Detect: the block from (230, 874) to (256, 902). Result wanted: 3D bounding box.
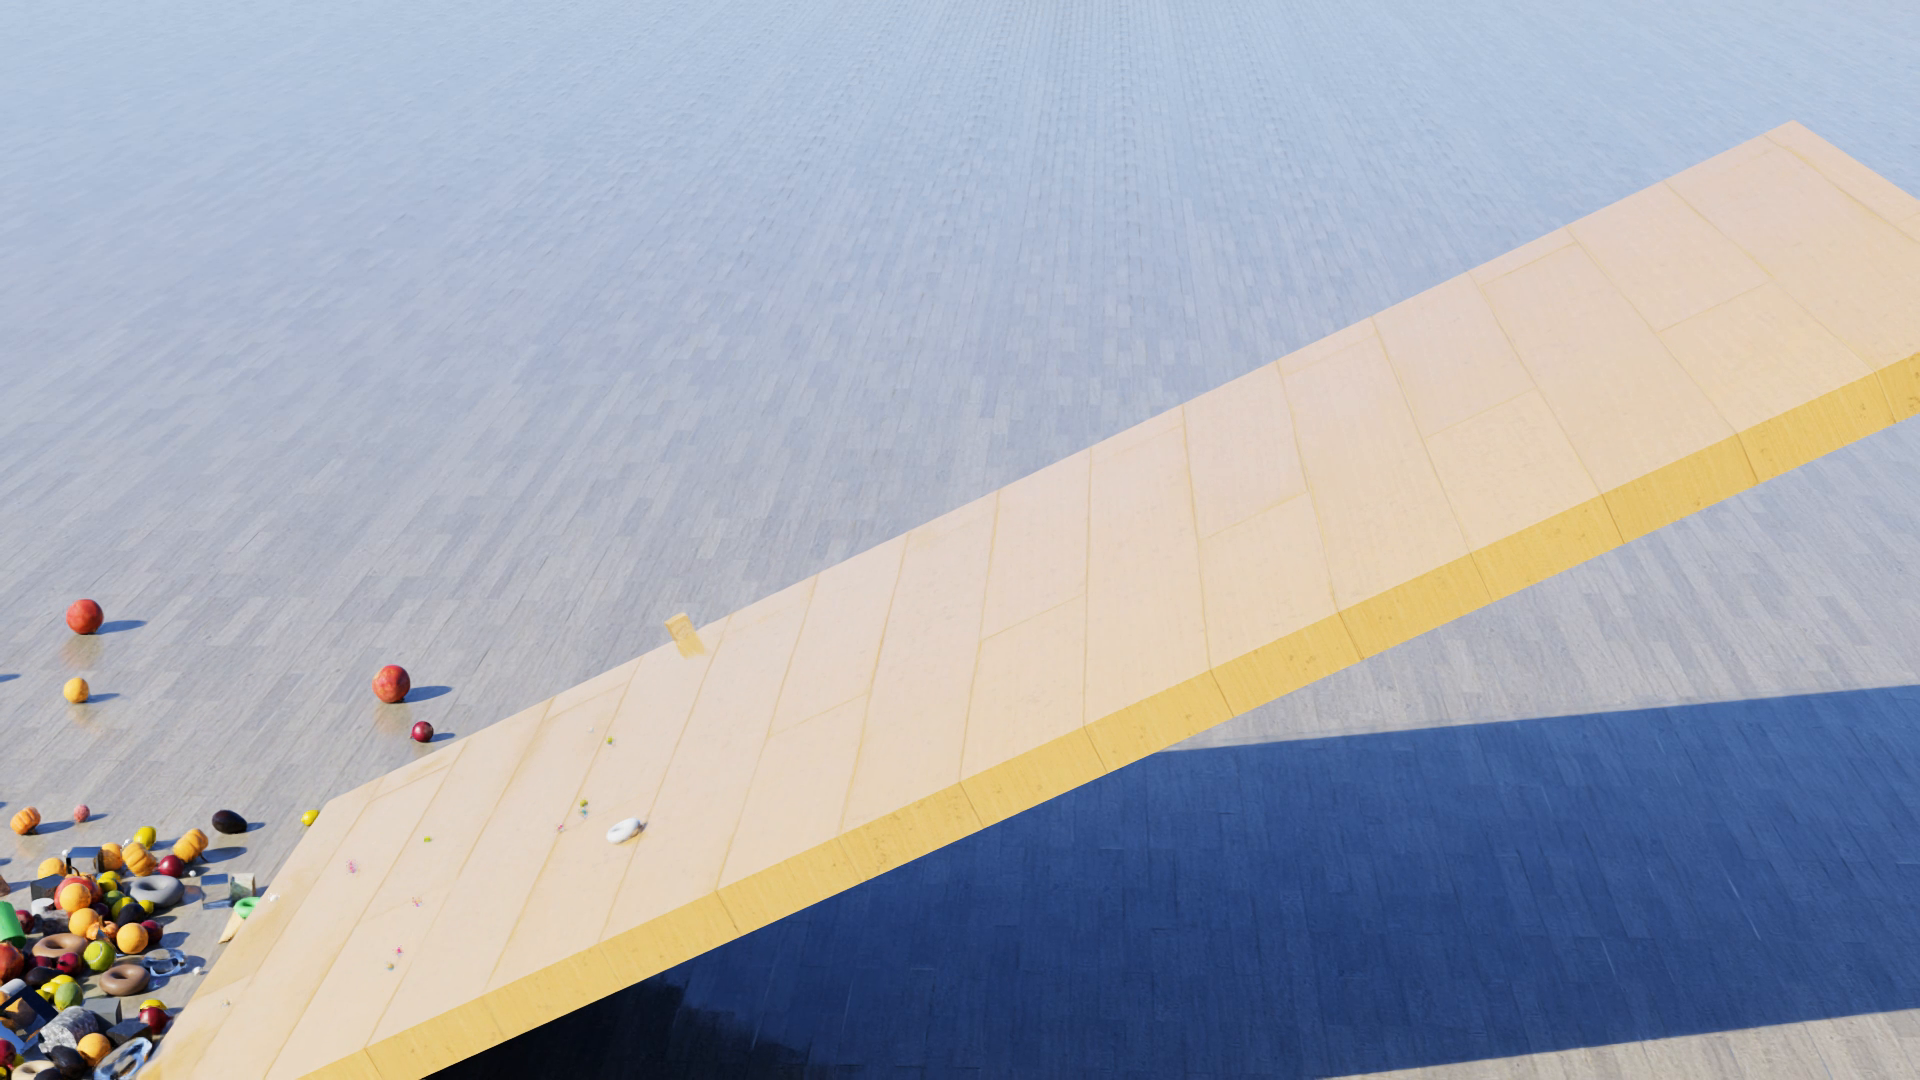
[{"bbox_3d":[-1.751,0.849,7.185,0.052,0.052,0.052,-2,16,-5],"label":"block"}]

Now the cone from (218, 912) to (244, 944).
[{"bbox_3d":[-1.722,0.929,6.944,0.075,0.075,0.075,-40,35,-24],"label":"cone"}]

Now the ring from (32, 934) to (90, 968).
[{"bbox_3d":[-2.091,0.955,6.841,0.131,0.044,0.131,1,17,0],"label":"ring"}]

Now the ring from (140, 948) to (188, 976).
[{"bbox_3d":[-1.838,0.974,6.788,0.109,0.036,0.109,-1,15,0],"label":"ring"}]

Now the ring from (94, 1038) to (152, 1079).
[{"bbox_3d":[-1.752,1.094,6.157,0.137,0.046,0.137,-31,14,9],"label":"ring"}]

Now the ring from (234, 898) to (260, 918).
[{"bbox_3d":[-1.710,0.888,7.098,0.083,0.028,0.083,-1,17,0],"label":"ring"}]

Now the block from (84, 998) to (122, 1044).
[{"bbox_3d":[-1.881,1.055,6.447,0.073,0.073,0.073,-2,16,-6],"label":"block"}]

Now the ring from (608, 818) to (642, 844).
[{"bbox_3d":[-0.685,0.593,6.000,0.077,0.026,0.077,-25,15,7],"label":"ring"}]

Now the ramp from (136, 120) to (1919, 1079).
[{"bbox_3d":[0.138,0.168,6.281,4.000,0.100,2.000,-25,14,10],"label":"ramp"}]

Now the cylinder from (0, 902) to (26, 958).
[{"bbox_3d":[-2.234,0.908,6.841,0.095,0.095,0.095,-12,60,-36],"label":"cylinder"}]

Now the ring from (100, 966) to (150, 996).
[{"bbox_3d":[-1.900,1.002,6.692,0.113,0.038,0.113,0,18,0],"label":"ring"}]

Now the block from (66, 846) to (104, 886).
[{"bbox_3d":[-2.168,0.808,7.291,0.072,0.072,0.072,0,16,-1],"label":"block"}]

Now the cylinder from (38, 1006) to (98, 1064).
[{"bbox_3d":[-1.929,1.069,6.364,0.092,0.092,0.092,4,17,13],"label":"cylinder"}]

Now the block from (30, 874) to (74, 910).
[{"bbox_3d":[-2.196,0.859,7.117,0.071,0.071,0.071,13,21,38],"label":"block"}]

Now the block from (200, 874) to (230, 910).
[{"bbox_3d":[-1.809,0.855,7.145,0.064,0.064,0.064,-4,17,-14],"label":"block"}]

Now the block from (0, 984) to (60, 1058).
[{"bbox_3d":[-2.030,1.042,6.367,0.092,0.092,0.092,42,37,4],"label":"block"}]

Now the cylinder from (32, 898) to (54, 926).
[{"bbox_3d":[-2.195,0.891,7.043,0.051,0.051,0.051,0,16,0],"label":"cylinder"}]

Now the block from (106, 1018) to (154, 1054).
[{"bbox_3d":[-1.795,1.084,6.358,0.066,0.066,0.066,8,18,24],"label":"block"}]

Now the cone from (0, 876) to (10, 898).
[{"bbox_3d":[-2.380,0.819,7.210,0.095,0.095,0.095,0,16,0],"label":"cone"}]

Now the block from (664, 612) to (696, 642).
[{"bbox_3d":[-0.703,0.219,7.375,0.052,0.052,0.052,-31,14,-14],"label":"block"}]

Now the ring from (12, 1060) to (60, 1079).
[{"bbox_3d":[-1.962,1.135,6.244,0.100,0.033,0.100,-1,16,0],"label":"ring"}]

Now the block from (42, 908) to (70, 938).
[{"bbox_3d":[-2.139,0.913,6.955,0.058,0.058,0.058,-6,17,-18],"label":"block"}]

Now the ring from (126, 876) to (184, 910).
[{"bbox_3d":[-1.961,0.858,7.166,0.139,0.046,0.139,0,18,0],"label":"ring"}]
